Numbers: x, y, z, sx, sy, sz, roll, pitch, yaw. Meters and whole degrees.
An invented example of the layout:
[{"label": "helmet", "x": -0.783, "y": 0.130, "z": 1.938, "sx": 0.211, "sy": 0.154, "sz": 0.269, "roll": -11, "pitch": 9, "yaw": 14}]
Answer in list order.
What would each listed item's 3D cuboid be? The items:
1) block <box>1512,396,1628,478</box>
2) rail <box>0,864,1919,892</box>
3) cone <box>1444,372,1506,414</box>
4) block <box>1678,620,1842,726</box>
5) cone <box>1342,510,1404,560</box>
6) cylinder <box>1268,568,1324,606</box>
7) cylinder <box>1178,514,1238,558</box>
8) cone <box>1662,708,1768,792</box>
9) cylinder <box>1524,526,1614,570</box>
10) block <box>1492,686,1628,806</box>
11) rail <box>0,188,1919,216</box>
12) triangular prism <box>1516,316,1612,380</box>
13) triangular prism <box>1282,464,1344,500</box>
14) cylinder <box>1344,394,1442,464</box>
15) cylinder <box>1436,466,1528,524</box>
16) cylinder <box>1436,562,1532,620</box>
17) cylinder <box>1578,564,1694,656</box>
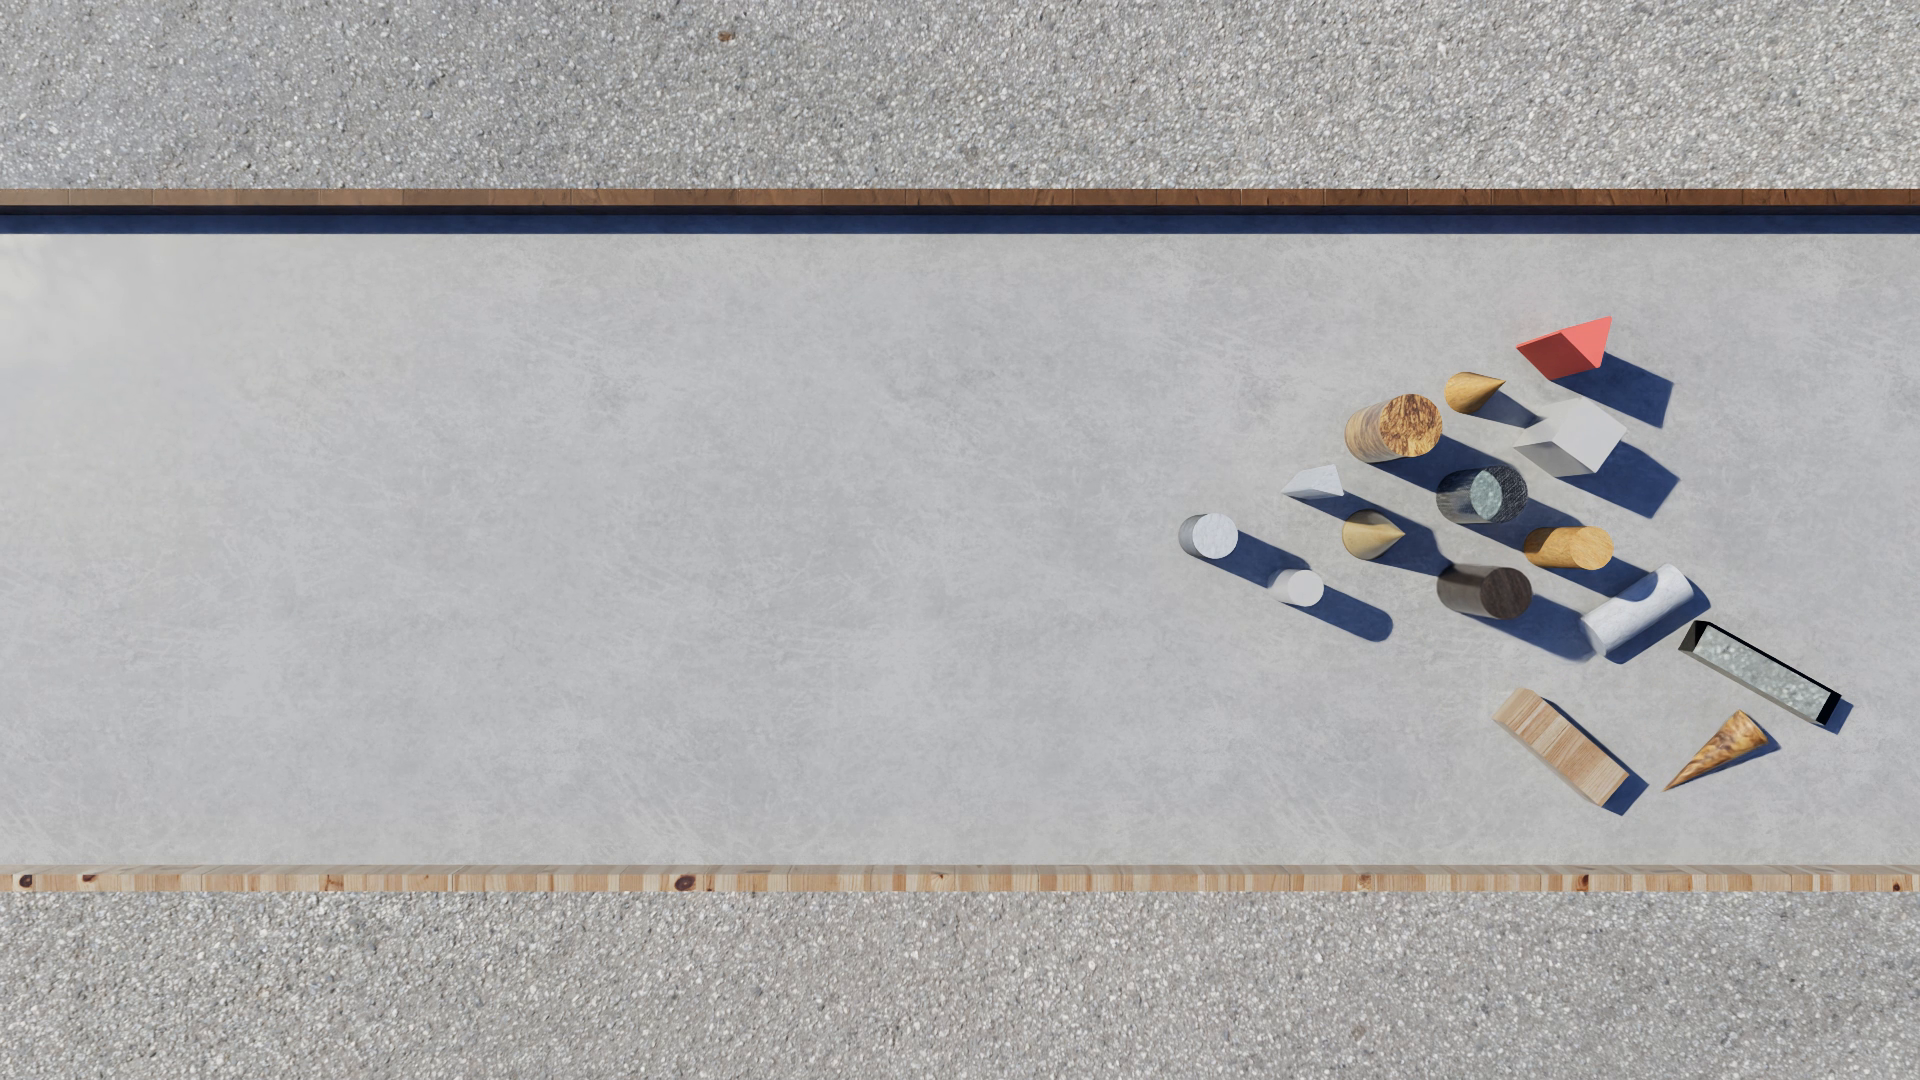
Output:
[{"label": "block", "x": 1.810, "y": -0.303, "z": 4.909, "sx": 0.157, "sy": 0.335, "sz": 0.157, "roll": 36, "pitch": 90, "yaw": 0}, {"label": "rail", "x": -2.247, "y": 1.025, "z": 5.001, "sx": 12.000, "sy": 0.150, "sz": 0.050, "roll": 0, "pitch": 90, "yaw": 0}, {"label": "cone", "x": 1.557, "y": -0.453, "z": 4.888, "sx": 0.130, "sy": 0.377, "sz": 0.130, "roll": 0, "pitch": 90, "yaw": 0}, {"label": "block", "x": 2.434, "y": 0.403, "z": 5.024, "sx": 0.456, "sy": 0.105, "sz": 0.105, "roll": 29, "pitch": 90, "yaw": 0}, {"label": "cone", "x": 1.255, "y": -0.016, "z": 4.860, "sx": 0.159, "sy": 0.433, "sz": 0.159, "roll": 0, "pitch": 90, "yaw": 0}, {"label": "cylinder", "x": 0.997, "y": 0.139, "z": 4.917, "sx": 0.105, "sy": 0.318, "sz": 0.105, "roll": 0, "pitch": 90, "yaw": 0}, {"label": "cylinder", "x": 0.737, "y": -0.012, "z": 4.918, "sx": 0.131, "sy": 0.318, "sz": 0.131, "roll": 0, "pitch": 90, "yaw": 0}, {"label": "cone", "x": 2.284, "y": 0.671, "z": 5.045, "sx": 0.340, "sy": 0.126, "sz": 0.126, "roll": -40, "pitch": 90, "yaw": 11}, {"label": "cylinder", "x": 1.797, "y": 0.023, "z": 4.884, "sx": 0.124, "sy": 0.386, "sz": 0.124, "roll": 0, "pitch": 90, "yaw": 0}, {"label": "block", "x": 1.821, "y": 0.626, "z": 5.012, "sx": 0.384, "sy": 0.129, "sz": 0.129, "roll": 41, "pitch": 90, "yaw": 0}, {"label": "rail", "x": -2.247, "y": -1.025, "z": 5.002, "sx": 12.000, "sy": 0.150, "sz": 0.050, "roll": 0, "pitch": 90, "yaw": 0}, {"label": "triangular prism", "x": 1.810, "y": -0.590, "z": 4.887, "sx": 0.150, "sy": 0.379, "sz": 0.130, "roll": 45, "pitch": 90, "yaw": 0}, {"label": "triangular prism", "x": 1.040, "y": -0.174, "z": 4.849, "sx": 0.091, "sy": 0.454, "sz": 0.079, "roll": 14, "pitch": 90, "yaw": 0}, {"label": "cylinder", "x": 1.272, "y": -0.323, "z": 4.863, "sx": 0.178, "sy": 0.427, "sz": 0.178, "roll": 0, "pitch": 90, "yaw": 0}, {"label": "cylinder", "x": 1.548, "y": -0.131, "z": 4.905, "sx": 0.166, "sy": 0.342, "sz": 0.166, "roll": 0, "pitch": 90, "yaw": 0}, {"label": "cylinder", "x": 1.545, "y": 0.148, "z": 4.877, "sx": 0.150, "sy": 0.395, "sz": 0.150, "roll": 0, "pitch": 91, "yaw": -2}, {"label": "cylinder", "x": 2.051, "y": 0.211, "z": 5.010, "sx": 0.315, "sy": 0.133, "sz": 0.133, "roll": -33, "pitch": 90, "yaw": 0}]
